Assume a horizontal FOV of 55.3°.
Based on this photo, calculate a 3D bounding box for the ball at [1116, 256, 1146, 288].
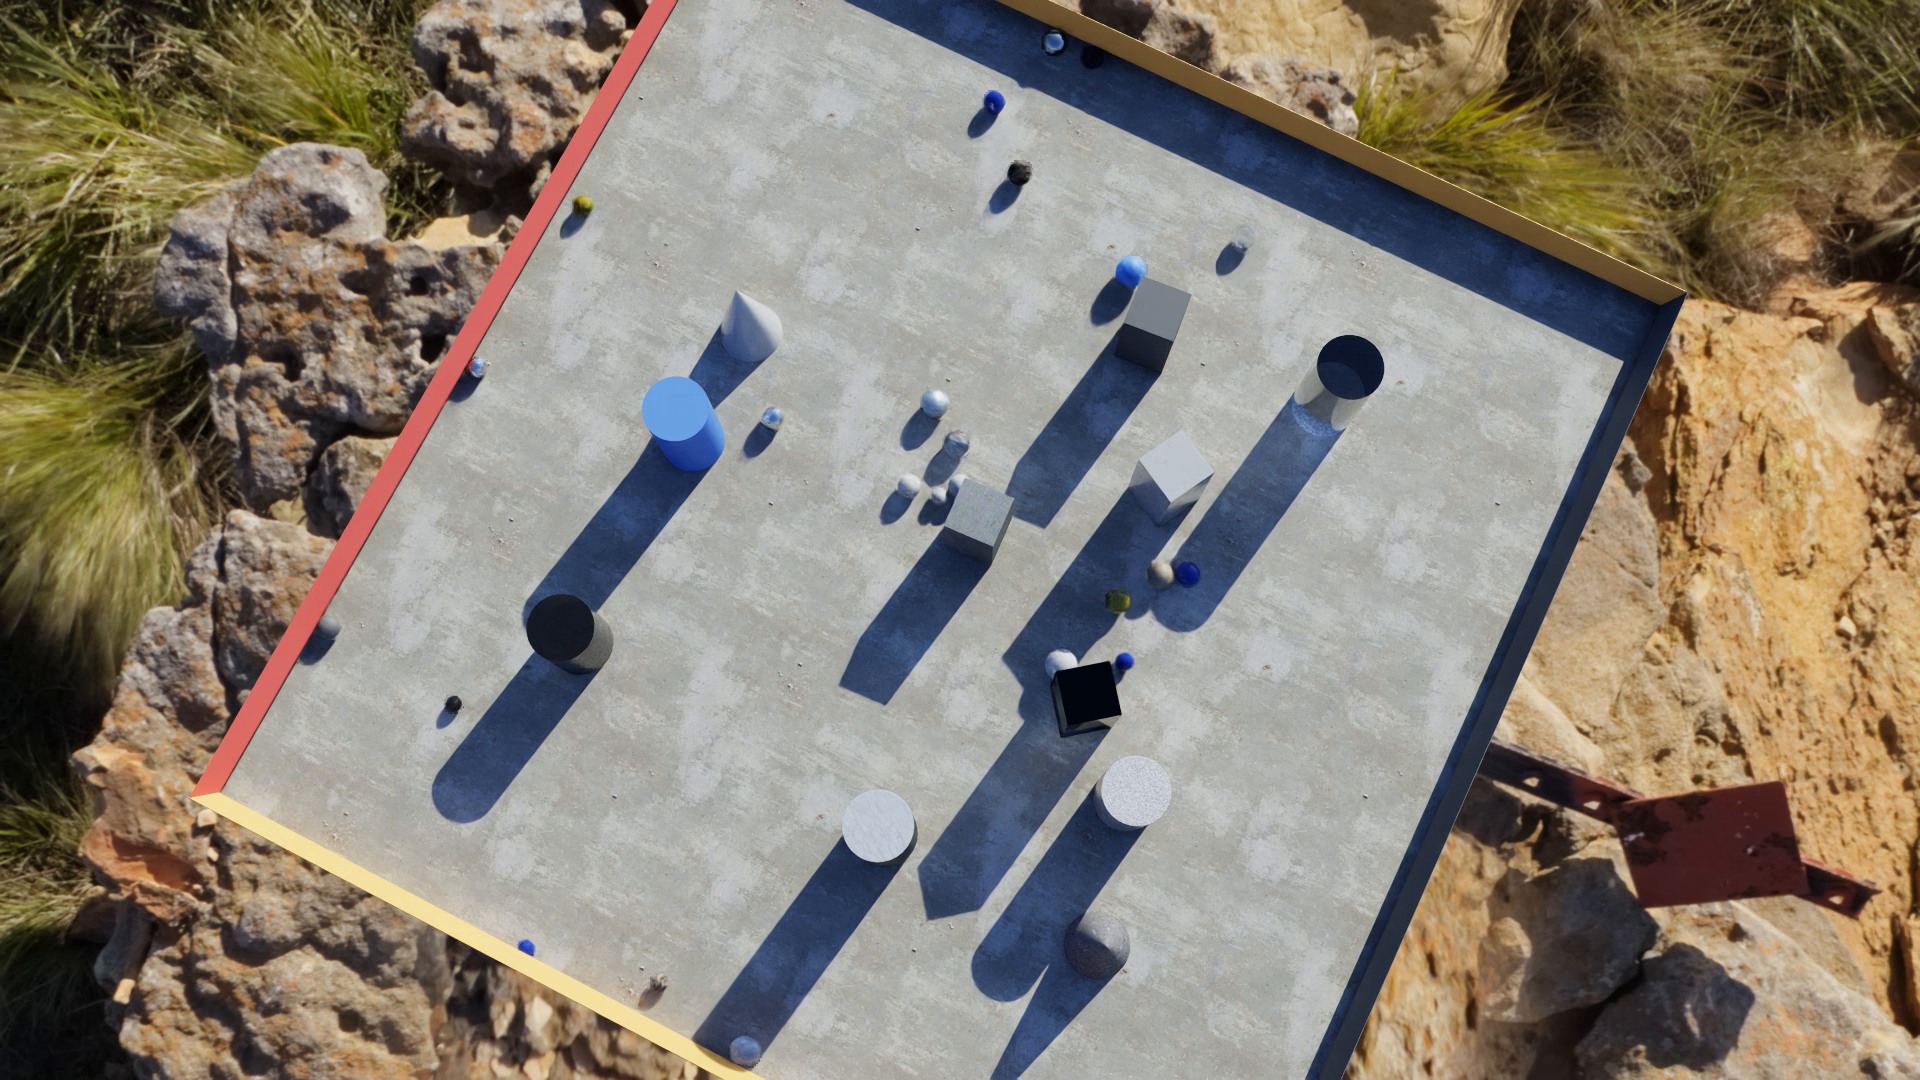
[{"bbox_3d":[0.535,-0.839,5.741,0.096,0.096,0.096,0,78,0],"label":"ball"}]

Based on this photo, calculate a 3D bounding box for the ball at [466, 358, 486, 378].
[{"bbox_3d":[-1.504,-0.536,5.694,0.064,0.064,0.064,0,78,0],"label":"ball"}]

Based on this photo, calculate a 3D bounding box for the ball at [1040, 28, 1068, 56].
[{"bbox_3d":[0.304,-1.602,5.904,0.088,0.088,0.088,0,78,0],"label":"ball"}]

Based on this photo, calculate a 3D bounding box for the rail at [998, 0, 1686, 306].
[{"bbox_3d":[0.748,-1.458,5.852,3.322,0.127,0.045,26,80,5],"label":"rail"}]

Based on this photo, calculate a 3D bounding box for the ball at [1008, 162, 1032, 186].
[{"bbox_3d":[0.189,-1.164,5.820,0.074,0.074,0.074,0,78,0],"label":"ball"}]

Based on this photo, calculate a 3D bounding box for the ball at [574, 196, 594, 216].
[{"bbox_3d":[-1.193,-1.060,5.804,0.062,0.062,0.062,0,78,0],"label":"ball"}]

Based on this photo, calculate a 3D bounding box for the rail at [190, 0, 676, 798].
[{"bbox_3d":[-1.465,-0.710,5.698,0.045,0.127,3.391,26,80,5],"label":"rail"}]

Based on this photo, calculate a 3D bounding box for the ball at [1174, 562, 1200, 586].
[{"bbox_3d":[0.689,0.102,5.558,0.074,0.074,0.074,0,78,0],"label":"ball"}]

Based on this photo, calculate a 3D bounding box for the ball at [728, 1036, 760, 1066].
[{"bbox_3d":[-0.621,1.470,5.268,0.087,0.087,0.087,0,78,0],"label":"ball"}]

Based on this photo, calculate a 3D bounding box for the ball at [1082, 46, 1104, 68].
[{"bbox_3d":[0.429,-1.554,5.902,0.072,0.072,0.072,0,78,0],"label":"ball"}]

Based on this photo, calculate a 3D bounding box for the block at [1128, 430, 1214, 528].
[{"bbox_3d":[0.626,-0.179,5.473,0.157,0.354,0.157,-34,80,-7],"label":"block"}]

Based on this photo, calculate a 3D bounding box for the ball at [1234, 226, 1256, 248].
[{"bbox_3d":[0.898,-0.954,5.778,0.071,0.071,0.071,0,78,0],"label":"ball"}]

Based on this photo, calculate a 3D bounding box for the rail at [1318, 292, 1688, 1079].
[{"bbox_3d":[1.465,0.724,5.401,0.045,0.127,3.391,26,80,5],"label":"rail"}]

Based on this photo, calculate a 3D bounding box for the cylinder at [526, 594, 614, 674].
[{"bbox_3d":[-1.147,0.281,5.407,0.196,0.296,0.196,0,78,0],"label":"cylinder"}]

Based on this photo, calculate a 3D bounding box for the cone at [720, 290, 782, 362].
[{"bbox_3d":[-0.656,-0.693,5.558,0.196,0.396,0.196,0,78,0],"label":"cone"}]

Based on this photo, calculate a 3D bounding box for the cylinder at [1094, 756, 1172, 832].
[{"bbox_3d":[0.495,0.736,5.297,0.196,0.328,0.196,0,78,0],"label":"cylinder"}]

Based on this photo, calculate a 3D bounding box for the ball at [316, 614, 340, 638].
[{"bbox_3d":[-1.904,0.261,5.526,0.071,0.071,0.071,0,78,0],"label":"ball"}]

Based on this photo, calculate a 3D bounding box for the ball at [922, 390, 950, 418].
[{"bbox_3d":[-0.075,-0.422,5.660,0.086,0.086,0.086,0,78,0],"label":"ball"}]

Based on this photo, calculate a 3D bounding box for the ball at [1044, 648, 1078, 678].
[{"bbox_3d":[0.303,0.374,5.489,0.098,0.098,0.098,0,78,0],"label":"ball"}]

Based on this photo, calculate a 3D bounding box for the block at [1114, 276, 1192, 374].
[{"bbox_3d":[0.585,-0.652,5.583,0.157,0.331,0.157,22,79,4],"label":"block"}]

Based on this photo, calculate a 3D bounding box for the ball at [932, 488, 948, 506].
[{"bbox_3d":[-0.061,-0.133,5.617,0.053,0.053,0.053,0,78,0],"label":"ball"}]

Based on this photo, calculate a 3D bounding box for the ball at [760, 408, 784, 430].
[{"bbox_3d":[-0.579,-0.375,5.658,0.072,0.072,0.072,0,78,0],"label":"ball"}]

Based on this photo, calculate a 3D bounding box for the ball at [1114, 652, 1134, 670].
[{"bbox_3d":[0.493,0.366,5.512,0.056,0.056,0.056,0,78,0],"label":"ball"}]

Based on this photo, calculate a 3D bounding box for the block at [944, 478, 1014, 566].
[{"bbox_3d":[0.055,-0.053,5.480,0.157,0.288,0.157,23,79,5],"label":"block"}]

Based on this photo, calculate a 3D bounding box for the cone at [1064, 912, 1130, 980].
[{"bbox_3d":[0.401,1.150,5.189,0.196,0.371,0.196,0,78,0],"label":"cone"}]

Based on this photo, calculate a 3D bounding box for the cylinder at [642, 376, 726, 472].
[{"bbox_3d":[-0.826,-0.345,5.501,0.196,0.365,0.196,0,78,0],"label":"cylinder"}]

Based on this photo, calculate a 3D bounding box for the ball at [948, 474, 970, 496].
[{"bbox_3d":[0.000,-0.166,5.614,0.072,0.072,0.072,0,78,0],"label":"ball"}]

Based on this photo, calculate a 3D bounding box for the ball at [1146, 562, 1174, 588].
[{"bbox_3d":[0.607,0.107,5.553,0.082,0.082,0.082,0,78,0],"label":"ball"}]

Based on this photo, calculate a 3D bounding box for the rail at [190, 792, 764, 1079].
[{"bbox_3d":[-0.748,1.471,5.246,3.322,0.127,0.045,26,80,5],"label":"rail"}]

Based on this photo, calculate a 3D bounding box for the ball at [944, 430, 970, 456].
[{"bbox_3d":[-0.009,-0.297,5.637,0.080,0.080,0.080,0,78,0],"label":"ball"}]

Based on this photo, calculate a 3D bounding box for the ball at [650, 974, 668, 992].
[{"bbox_3d":[-0.872,1.286,5.324,0.052,0.052,0.052,0,78,0],"label":"ball"}]

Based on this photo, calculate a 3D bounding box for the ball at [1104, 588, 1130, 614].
[{"bbox_3d":[0.474,0.185,5.541,0.074,0.074,0.074,0,78,0],"label":"ball"}]

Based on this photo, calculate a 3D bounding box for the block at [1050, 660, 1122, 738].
[{"bbox_3d":[0.363,0.467,5.337,0.157,0.358,0.157,-11,79,-2],"label":"block"}]

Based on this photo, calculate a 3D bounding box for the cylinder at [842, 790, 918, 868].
[{"bbox_3d":[-0.223,0.824,5.207,0.196,0.468,0.196,0,78,0],"label":"cylinder"}]

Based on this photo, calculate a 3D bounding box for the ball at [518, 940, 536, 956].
[{"bbox_3d":[-1.264,1.193,5.343,0.052,0.052,0.052,0,78,0],"label":"ball"}]

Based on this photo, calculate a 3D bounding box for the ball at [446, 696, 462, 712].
[{"bbox_3d":[-1.517,0.492,5.491,0.047,0.047,0.047,0,78,0],"label":"ball"}]

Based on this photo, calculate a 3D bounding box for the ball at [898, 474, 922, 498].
[{"bbox_3d":[-0.155,-0.166,5.614,0.072,0.072,0.072,0,78,0],"label":"ball"}]

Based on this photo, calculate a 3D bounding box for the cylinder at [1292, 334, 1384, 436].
[{"bbox_3d":[1.130,-0.459,5.502,0.196,0.410,0.196,0,78,0],"label":"cylinder"}]

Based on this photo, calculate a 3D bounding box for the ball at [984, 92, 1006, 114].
[{"bbox_3d":[0.111,-1.402,5.872,0.067,0.067,0.067,0,78,0],"label":"ball"}]
